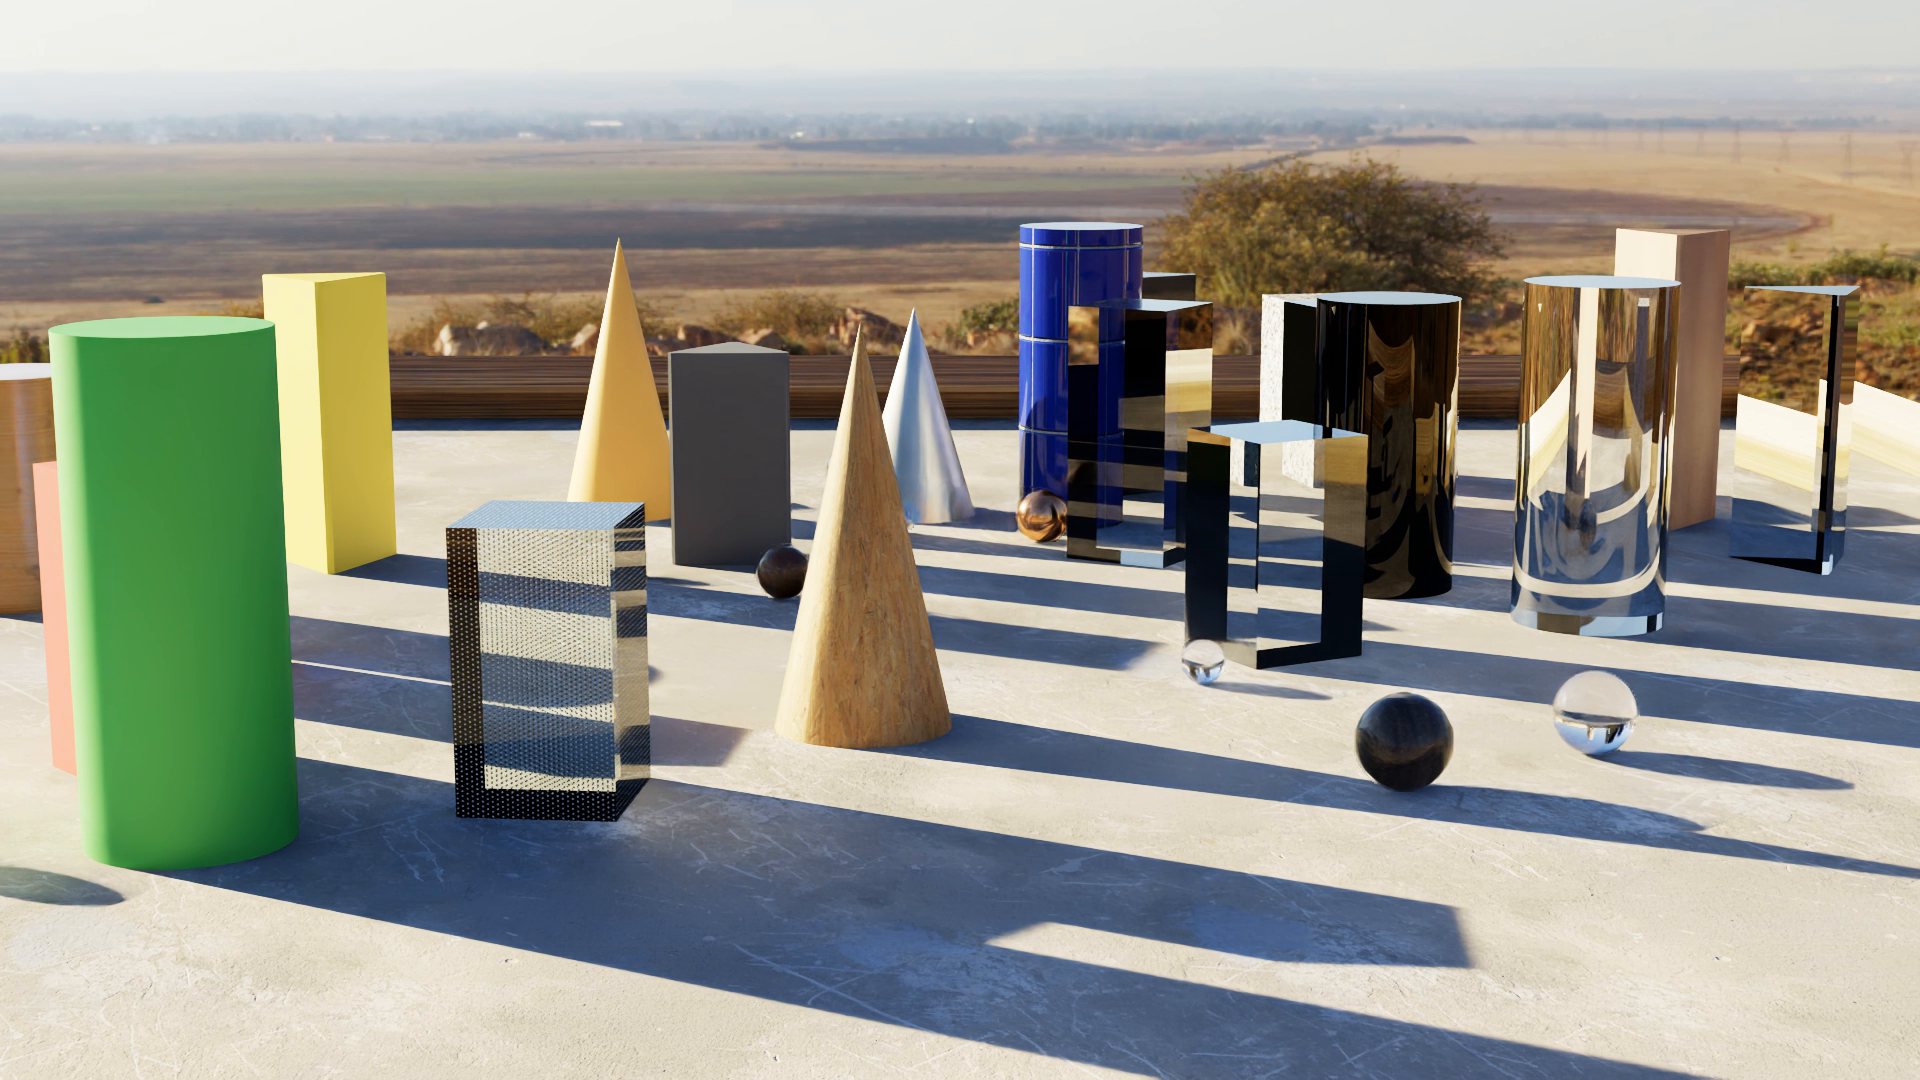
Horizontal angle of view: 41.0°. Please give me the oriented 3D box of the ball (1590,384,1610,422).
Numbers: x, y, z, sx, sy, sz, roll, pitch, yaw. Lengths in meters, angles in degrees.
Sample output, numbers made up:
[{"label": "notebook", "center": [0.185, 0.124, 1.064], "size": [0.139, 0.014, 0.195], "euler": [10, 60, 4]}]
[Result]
[{"label": "ball", "center": [1.342, -0.282, 5.303], "size": [0.079, 0.079, 0.079], "euler": [0, 10, 0]}]

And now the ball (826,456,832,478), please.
[{"label": "ball", "center": [-0.181, -0.115, 4.355], "size": [0.095, 0.095, 0.095], "euler": [0, 10, 0]}]

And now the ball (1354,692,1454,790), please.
[{"label": "ball", "center": [0.452, 0.205, 2.611], "size": [0.100, 0.100, 0.100], "euler": [0, 10, 0]}]

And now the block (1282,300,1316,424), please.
[{"label": "block", "center": [0.632, -0.212, 4.186], "size": [0.160, 0.347, 0.160], "euler": [-4, 11, -19]}]

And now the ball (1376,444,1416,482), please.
[{"label": "ball", "center": [0.772, -0.136, 4.542], "size": [0.068, 0.068, 0.068], "euler": [0, 10, 0]}]

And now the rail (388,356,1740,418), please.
[{"label": "rail", "center": [-0.011, -0.317, 5.344], "size": [3.449, 0.130, 0.045], "euler": [0, 10, 0]}]

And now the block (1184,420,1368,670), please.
[{"label": "block", "center": [0.394, 0.002, 3.215], "size": [0.160, 0.278, 0.160], "euler": [-6, 12, -28]}]

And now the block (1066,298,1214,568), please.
[{"label": "block", "center": [0.269, -0.164, 3.839], "size": [0.160, 0.378, 0.160], "euler": [6, 12, 30]}]

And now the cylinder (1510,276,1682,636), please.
[{"label": "cylinder", "center": [0.834, -0.115, 3.375], "size": [0.200, 0.450, 0.200], "euler": [0, 10, 0]}]

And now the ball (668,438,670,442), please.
[{"label": "ball", "center": [-0.515, -0.127, 4.407], "size": [0.099, 0.099, 0.099], "euler": [0, 10, 0]}]

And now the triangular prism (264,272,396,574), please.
[{"label": "triangular prism", "center": [-0.911, -0.179, 3.797], "size": [0.150, 0.423, 0.173], "euler": [-9, 14, -39]}]

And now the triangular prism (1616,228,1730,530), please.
[{"label": "triangular prism", "center": [1.118, -0.264, 4.134], "size": [0.150, 0.467, 0.173], "euler": [9, 14, 41]}]

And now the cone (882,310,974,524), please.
[{"label": "cone", "center": [-0.075, -0.211, 4.200], "size": [0.200, 0.340, 0.200], "euler": [0, 10, 0]}]

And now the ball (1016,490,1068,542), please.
[{"label": "ball", "center": [0.128, -0.037, 3.971], "size": [0.081, 0.081, 0.081], "euler": [0, 10, 0]}]

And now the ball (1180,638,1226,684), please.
[{"label": "ball", "center": [0.290, 0.145, 3.061], "size": [0.054, 0.054, 0.054], "euler": [0, 10, 0]}]

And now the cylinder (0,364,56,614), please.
[{"label": "cylinder", "center": [-1.291, -0.073, 3.518], "size": [0.200, 0.317, 0.200], "euler": [0, 10, 0]}]

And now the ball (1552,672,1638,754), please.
[{"label": "ball", "center": [0.679, 0.185, 2.745], "size": [0.089, 0.089, 0.089], "euler": [0, 10, 0]}]

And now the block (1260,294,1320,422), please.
[{"label": "block", "center": [0.642, -0.276, 4.610], "size": [0.160, 0.318, 0.160], "euler": [-2, 11, -12]}]

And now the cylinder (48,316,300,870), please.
[{"label": "cylinder", "center": [-0.734, 0.044, 2.407], "size": [0.200, 0.490, 0.200], "euler": [0, 10, 0]}]

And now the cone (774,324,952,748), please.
[{"label": "cone", "center": [-0.108, -0.016, 2.830], "size": [0.200, 0.453, 0.200], "euler": [0, 10, 0]}]

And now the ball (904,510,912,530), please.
[{"label": "ball", "center": [-0.096, -0.030, 4.042], "size": [0.040, 0.040, 0.040], "euler": [0, 10, 0]}]

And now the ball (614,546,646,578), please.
[{"label": "ball", "center": [-0.476, 0.031, 3.698], "size": [0.045, 0.045, 0.045], "euler": [0, 10, 0]}]

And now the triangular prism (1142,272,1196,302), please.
[{"label": "triangular prism", "center": [0.297, -0.283, 4.505], "size": [0.173, 0.370, 0.150], "euler": [-7, 12, -32]}]

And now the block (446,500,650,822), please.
[{"label": "block", "center": [-0.407, 0.117, 2.563], "size": [0.160, 0.289, 0.160], "euler": [1, 11, 5]}]

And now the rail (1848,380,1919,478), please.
[{"label": "rail", "center": [1.701, 0.032, 3.458], "size": [0.045, 0.130, 3.903], "euler": [0, 10, 0]}]

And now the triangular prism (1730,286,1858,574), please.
[{"label": "triangular prism", "center": [1.267, -0.169, 3.794], "size": [0.150, 0.405, 0.173], "euler": [-7, 13, -34]}]

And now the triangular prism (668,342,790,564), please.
[{"label": "triangular prism", "center": [-0.340, -0.132, 3.840], "size": [0.173, 0.314, 0.150], "euler": [0, 10, -2]}]

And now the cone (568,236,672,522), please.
[{"label": "cone", "center": [-0.553, -0.269, 4.201], "size": [0.200, 0.454, 0.200], "euler": [0, 10, 0]}]

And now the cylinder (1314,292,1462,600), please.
[{"label": "cylinder", "center": [0.597, -0.137, 3.609], "size": [0.200, 0.408, 0.200], "euler": [0, 10, 0]}]

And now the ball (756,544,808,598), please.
[{"label": "ball", "center": [-0.244, 0.044, 3.550], "size": [0.075, 0.075, 0.075], "euler": [0, 10, 0]}]

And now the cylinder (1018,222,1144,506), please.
[{"label": "cylinder", "center": [0.196, -0.274, 4.174], "size": [0.200, 0.472, 0.200], "euler": [0, 10, 0]}]

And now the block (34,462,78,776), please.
[{"label": "block", "center": [-0.843, 0.080, 2.671], "size": [0.160, 0.322, 0.160], "euler": [-10, 14, -43]}]

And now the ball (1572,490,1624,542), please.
[{"label": "ball", "center": [0.990, -0.038, 3.977], "size": [0.080, 0.080, 0.080], "euler": [0, 10, 0]}]
